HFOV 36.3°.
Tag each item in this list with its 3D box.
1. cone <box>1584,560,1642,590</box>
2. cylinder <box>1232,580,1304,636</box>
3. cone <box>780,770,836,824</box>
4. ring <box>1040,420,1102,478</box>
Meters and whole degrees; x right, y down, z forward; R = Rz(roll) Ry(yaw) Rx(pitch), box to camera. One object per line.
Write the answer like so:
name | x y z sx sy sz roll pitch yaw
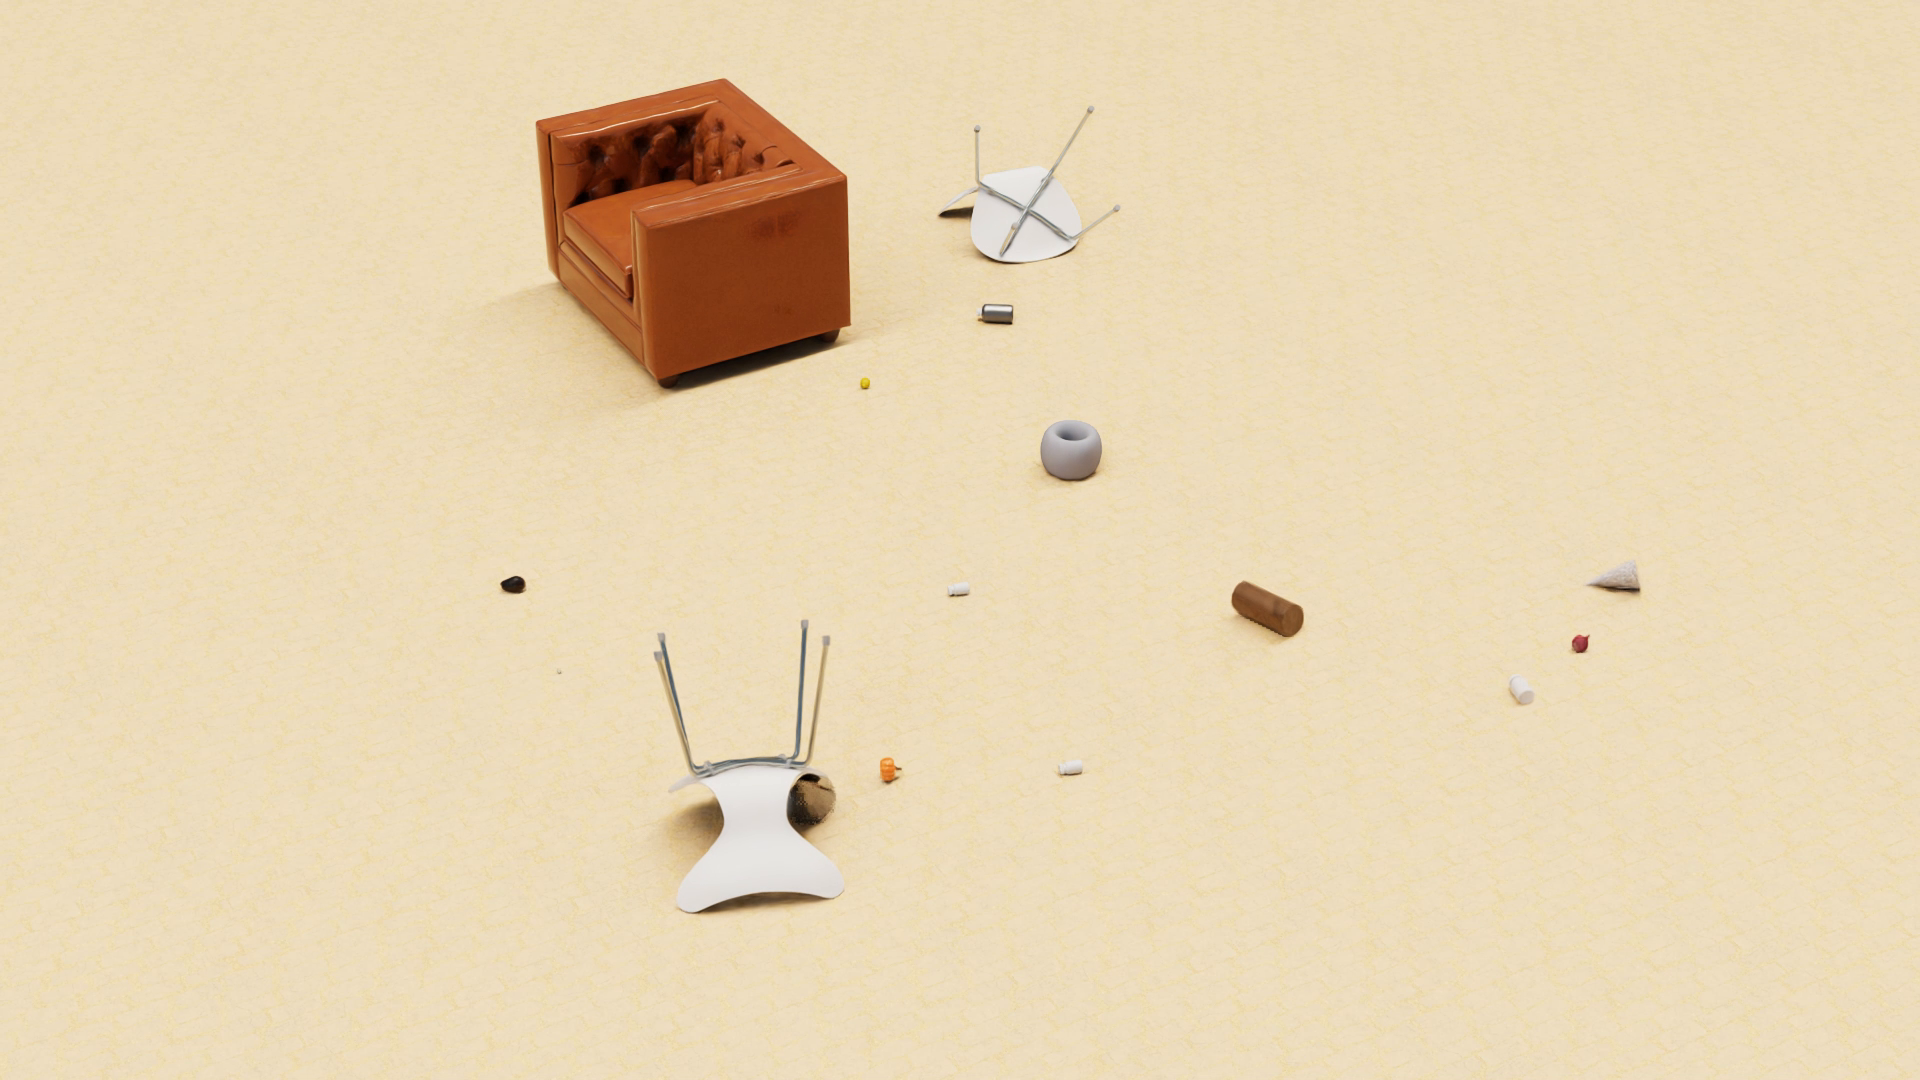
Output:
cone | 2.365 0.145 10.667 0.201 0.140 0.104 -12 62 15
cylinder | 1.097 0.242 10.446 0.225 0.163 0.112 26 83 34
cone | -0.503 0.799 9.407 0.181 0.322 0.173 -29 76 -4
ring | 0.429 -0.349 11.326 0.238 0.167 0.243 17 35 21
